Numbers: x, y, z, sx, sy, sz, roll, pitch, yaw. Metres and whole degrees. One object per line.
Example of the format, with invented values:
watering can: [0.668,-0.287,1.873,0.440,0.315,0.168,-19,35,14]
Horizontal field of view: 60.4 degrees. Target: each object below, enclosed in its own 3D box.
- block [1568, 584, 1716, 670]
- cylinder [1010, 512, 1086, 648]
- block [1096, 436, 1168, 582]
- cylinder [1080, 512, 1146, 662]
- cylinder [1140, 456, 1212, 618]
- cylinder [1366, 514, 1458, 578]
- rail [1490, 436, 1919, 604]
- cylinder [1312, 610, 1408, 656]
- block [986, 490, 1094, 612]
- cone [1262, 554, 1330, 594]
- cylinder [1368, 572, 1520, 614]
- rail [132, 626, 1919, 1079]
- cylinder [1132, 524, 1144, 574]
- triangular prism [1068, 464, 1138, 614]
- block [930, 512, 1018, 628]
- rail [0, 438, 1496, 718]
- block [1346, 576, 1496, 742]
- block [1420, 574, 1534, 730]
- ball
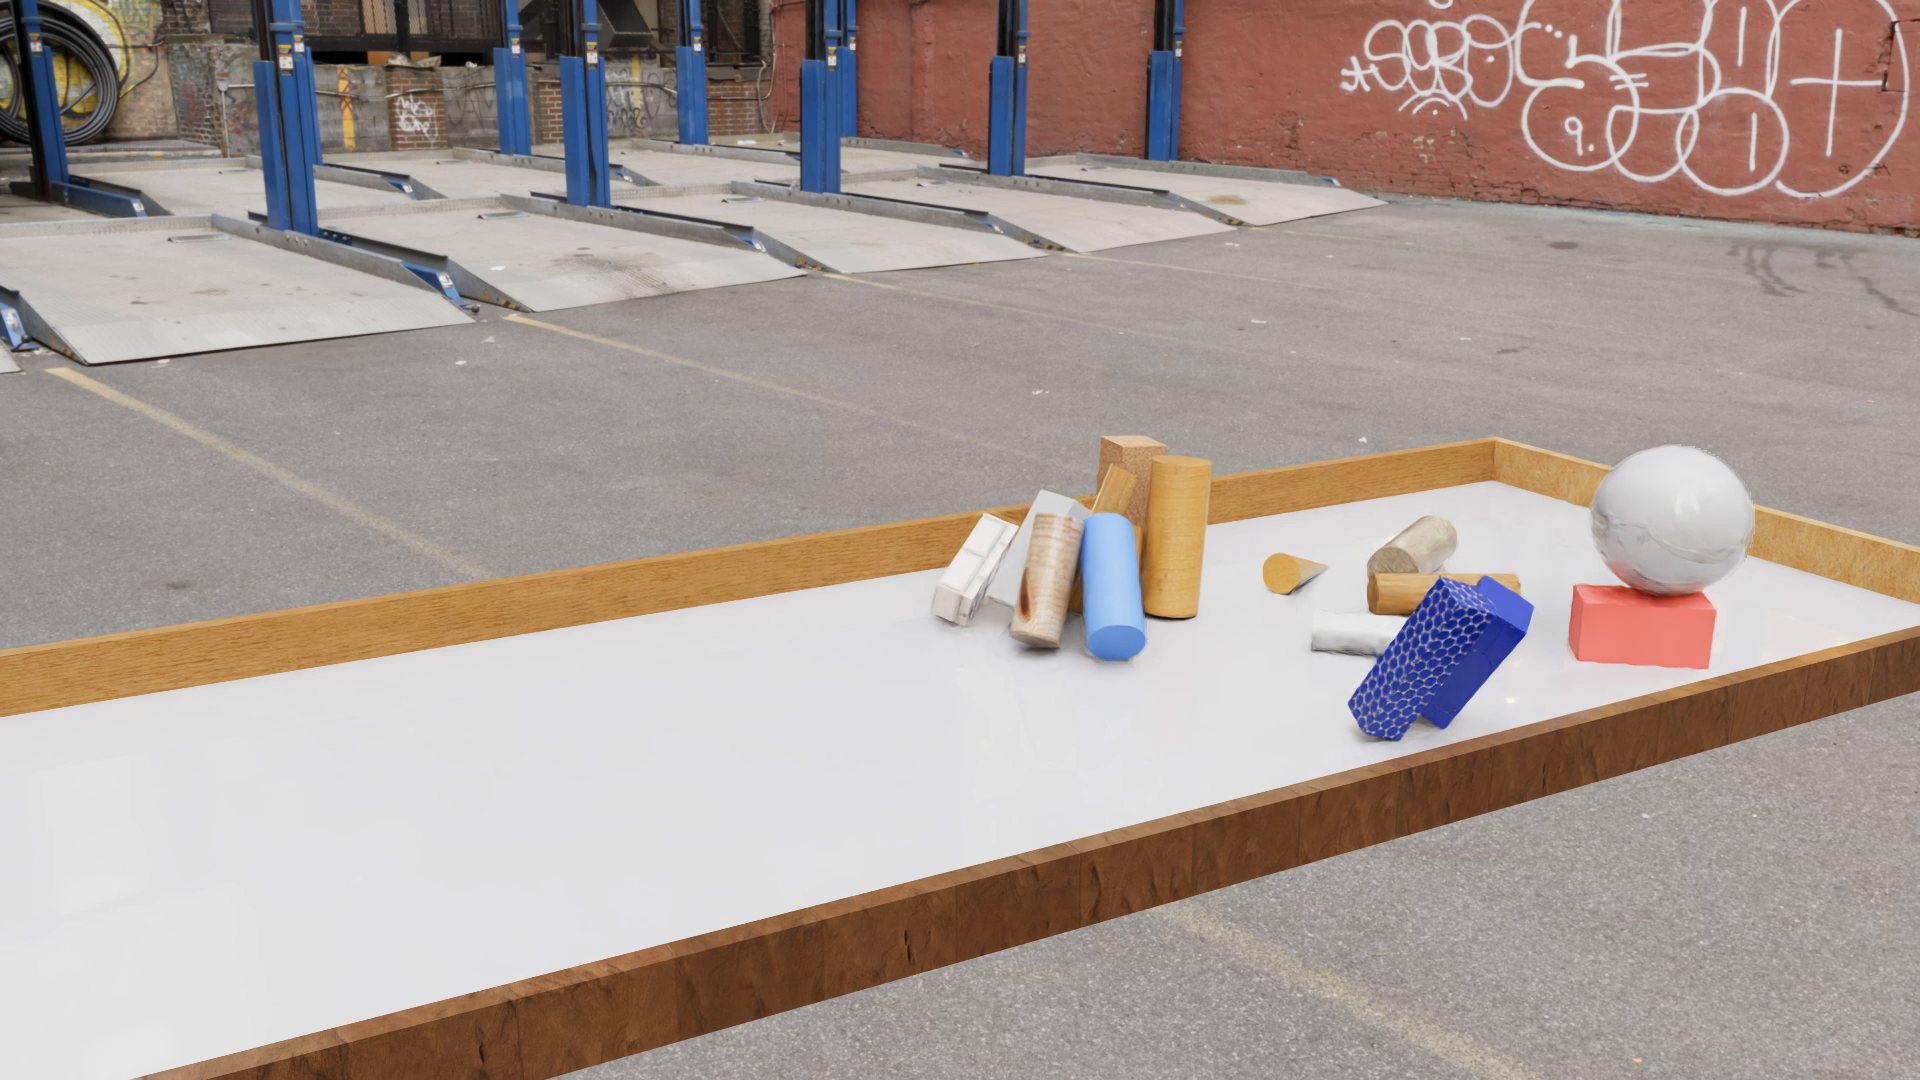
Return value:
block: [1.776,0.224,4.307,0.319,0.161,0.161,3,17,10]
cylinder: [0.231,0.106,4.363,0.137,0.335,0.137,12,-13,3]
block: [0.491,-0.078,4.838,0.143,0.432,0.143,-2,16,-21]
cylinder: [0.397,0.121,4.355,0.152,0.152,0.383,0,49,-1]
cylinder: [0.601,-0.011,4.609,0.168,0.427,0.168,4,12,-1]
cylinder: [1.358,0.044,4.941,0.150,0.150,0.410,10,19,30]
rail: [2.466,-0.048,5.253,0.050,0.150,2.100,-9,18,-27]
cylinder: [1.094,0.249,4.319,0.335,0.106,0.106,4,17,14]
block: [0.238,0.050,4.559,0.145,0.331,0.145,33,-8,-39]
cone: [1.039,0.089,4.946,0.120,0.120,0.340,13,10,36]
cylinder: [1.357,0.151,4.632,0.397,0.117,0.117,0,16,-1]
rail: [-2.336,1.006,1.665,12.000,0.150,0.050,-9,18,-27]
cylinder: [0.438,0.106,4.526,0.101,0.101,0.312,4,52,13]
triangular prism: [0.369,-0.004,4.672,0.094,0.423,0.081,25,-6,-22]
block: [0.043,0.081,4.644,0.107,0.107,0.357,23,42,10]
rail: [-3.305,0.497,3.399,12.000,0.150,0.050,-9,18,-27]
block: [1.031,0.271,3.706,0.102,0.389,0.102,14,32,-23]
block: [1.164,0.260,3.810,0.132,0.331,0.132,34,37,7]
ball: [1.833,-0.049,4.261,0.390,0.390,0.390,0,16,0]
